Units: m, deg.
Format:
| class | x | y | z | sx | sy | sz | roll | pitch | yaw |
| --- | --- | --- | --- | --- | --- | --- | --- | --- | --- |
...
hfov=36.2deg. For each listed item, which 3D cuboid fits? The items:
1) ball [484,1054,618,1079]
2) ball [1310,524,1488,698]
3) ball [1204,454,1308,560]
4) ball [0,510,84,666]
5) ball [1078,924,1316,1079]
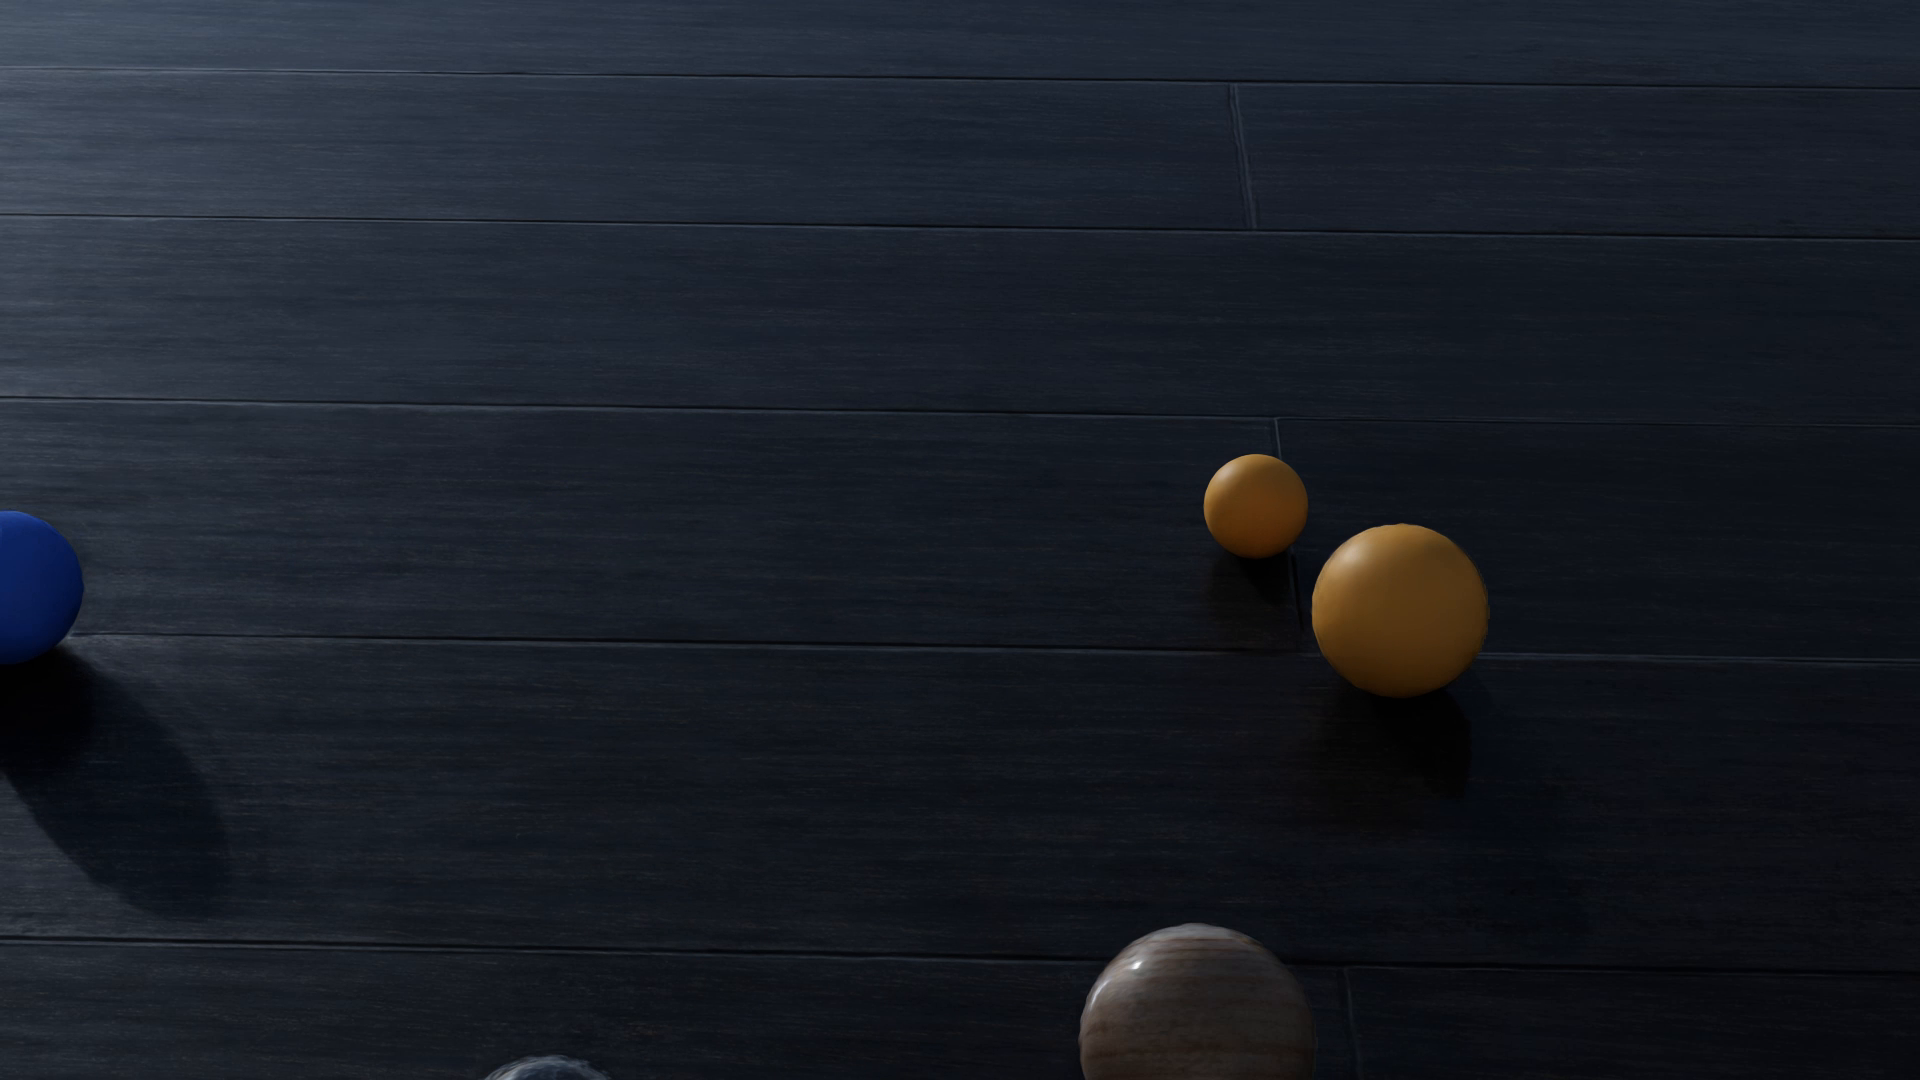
| class | x | y | z | sx | sy | sz | roll | pitch | yaw |
| --- | --- | --- | --- | --- | --- | --- | --- | --- | --- |
| ball | -0.163 | 0.244 | 1.167 | 0.080 | 0.080 | 0.080 | 0 | 32 | 0 |
| ball | 0.223 | 0.036 | 1.492 | 0.089 | 0.089 | 0.089 | 0 | 32 | 0 |
| ball | 0.162 | -0.018 | 1.608 | 0.057 | 0.057 | 0.057 | 0 | 32 | 0 |
| ball | -0.494 | 0.025 | 1.518 | 0.081 | 0.081 | 0.081 | 0 | 32 | 0 |
| ball | 0.097 | 0.207 | 1.211 | 0.097 | 0.097 | 0.097 | 0 | 32 | 0 |
